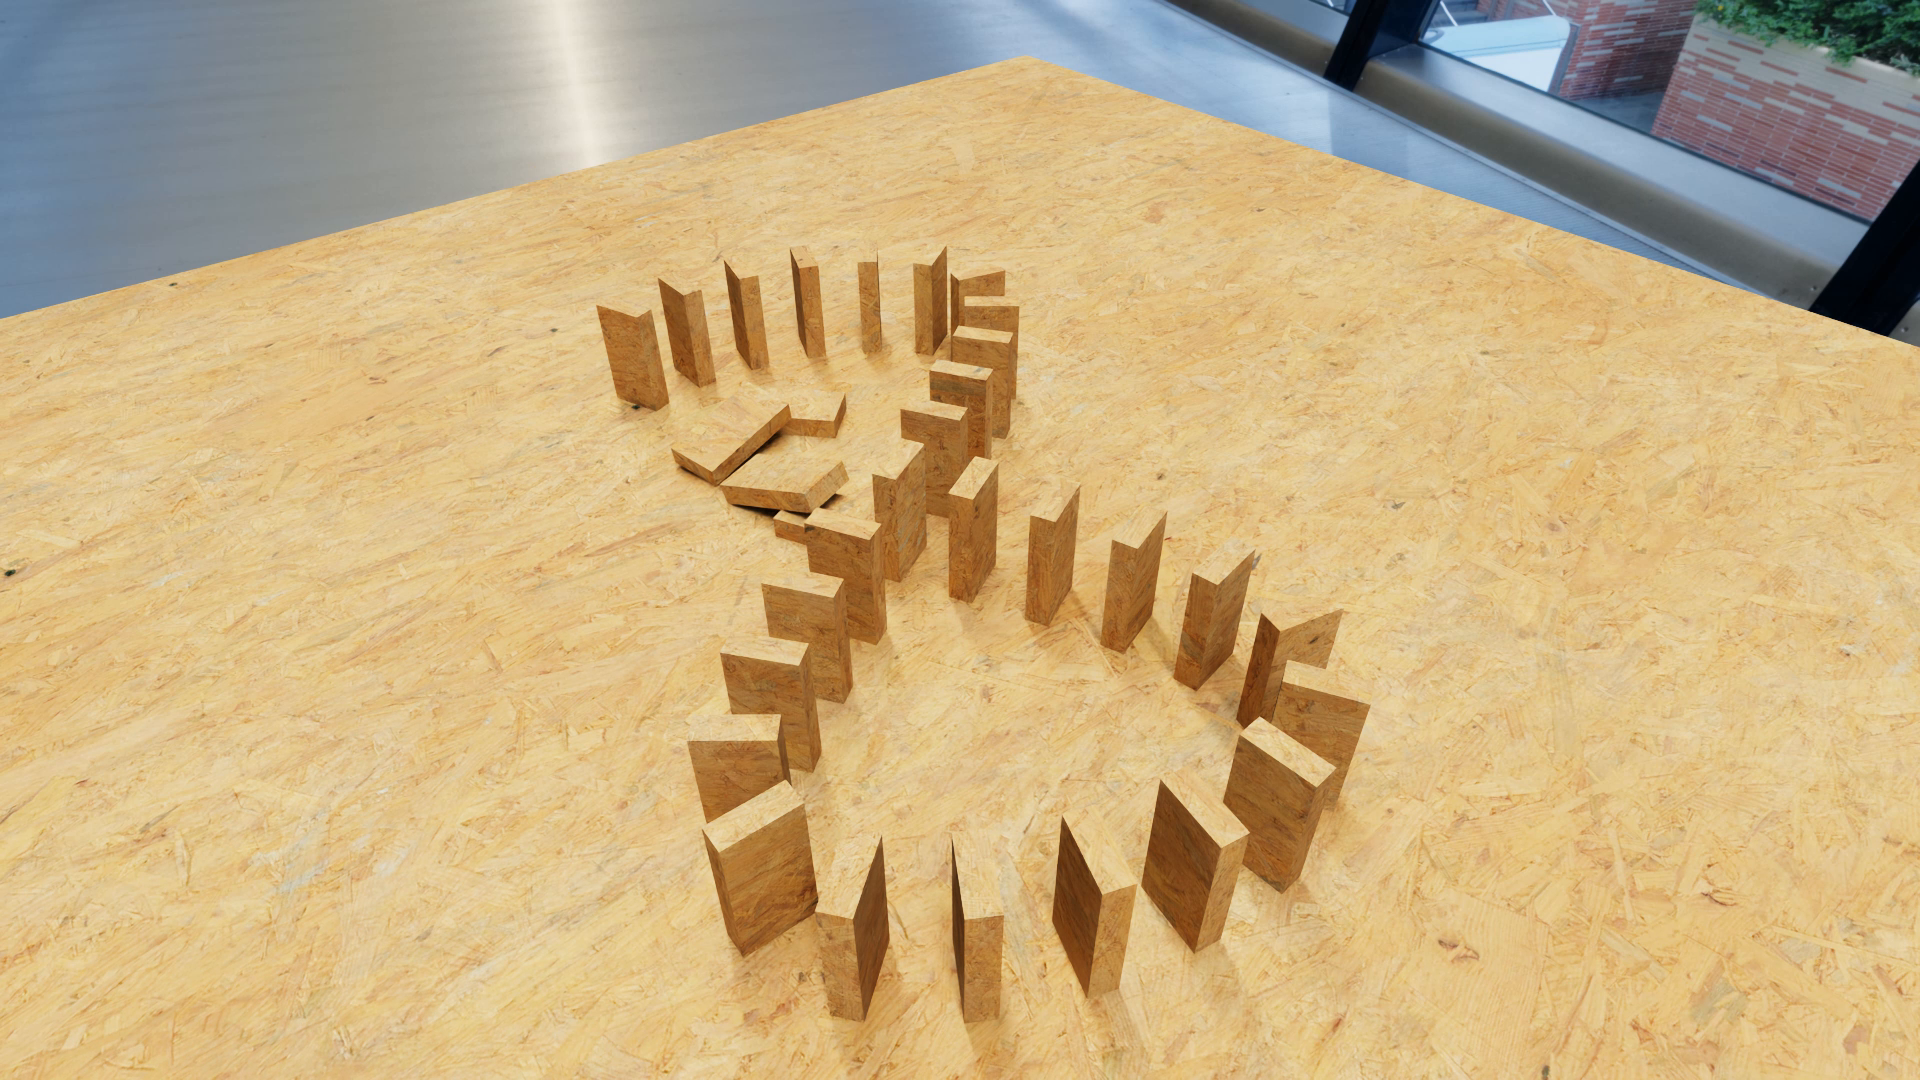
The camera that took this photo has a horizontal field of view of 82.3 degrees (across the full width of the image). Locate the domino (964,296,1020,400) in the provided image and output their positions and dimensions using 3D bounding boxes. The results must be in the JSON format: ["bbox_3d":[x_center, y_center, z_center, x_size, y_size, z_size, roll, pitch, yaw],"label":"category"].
[{"bbox_3d":[0.015,-0.091,0.522,0.025,0.050,0.009,0,39,0],"label":"domino"}]

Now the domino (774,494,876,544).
[{"bbox_3d":[-0.048,-0.006,0.451,0.050,0.009,0.025,15,42,18],"label":"domino"}]

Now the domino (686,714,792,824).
[{"bbox_3d":[-0.063,0.072,0.324,0.025,0.050,0.010,0,39,0],"label":"domino"}]

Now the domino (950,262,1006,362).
[{"bbox_3d":[0.009,-0.110,0.546,0.025,0.050,0.010,-17,42,-20],"label":"domino"}]

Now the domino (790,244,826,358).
[{"bbox_3d":[-0.077,-0.121,0.559,0.009,0.050,0.025,-11,41,-13],"label":"domino"}]

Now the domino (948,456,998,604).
[{"bbox_3d":[0.005,-0.003,0.416,0.010,0.050,0.025,15,42,18],"label":"domino"}]

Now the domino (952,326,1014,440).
[{"bbox_3d":[0.010,-0.071,0.498,0.025,0.050,0.009,10,40,11],"label":"domino"}]

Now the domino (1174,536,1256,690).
[{"bbox_3d":[0.088,0.026,0.380,0.010,0.050,0.025,29,47,31],"label":"domino"}]

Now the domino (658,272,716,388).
[{"bbox_3d":[-0.133,-0.102,0.536,0.010,0.050,0.025,-28,47,-30],"label":"domino"}]

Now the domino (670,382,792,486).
[{"bbox_3d":[-0.102,-0.048,0.493,0.025,0.010,0.050,29,58,22],"label":"domino"}]

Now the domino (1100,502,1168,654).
[{"bbox_3d":[0.062,0.014,0.394,0.010,0.050,0.025,22,44,24],"label":"domino"}]

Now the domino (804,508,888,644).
[{"bbox_3d":[-0.040,0.014,0.395,0.025,0.050,0.010,14,41,17],"label":"domino"}]

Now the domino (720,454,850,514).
[{"bbox_3d":[-0.074,-0.024,0.461,0.050,0.010,0.025,7,39,36],"label":"domino"}]

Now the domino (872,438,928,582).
[{"bbox_3d":[-0.023,-0.011,0.425,0.010,0.050,0.025,15,42,18],"label":"domino"}]

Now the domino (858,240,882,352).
[{"bbox_3d":[-0.046,-0.125,0.564,0.010,0.050,0.025,-2,39,-2],"label":"domino"}]

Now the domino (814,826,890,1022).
[{"bbox_3d":[-0.027,0.101,0.288,0.010,0.050,0.025,8,40,10],"label":"domino"}]

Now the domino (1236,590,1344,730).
[{"bbox_3d":[0.108,0.041,0.361,0.025,0.050,0.009,-17,42,-19],"label":"domino"}]

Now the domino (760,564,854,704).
[{"bbox_3d":[-0.051,0.033,0.372,0.025,0.050,0.010,11,40,13],"label":"domino"}]

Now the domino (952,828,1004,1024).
[{"bbox_3d":[0.004,0.101,0.288,0.009,0.050,0.025,-5,40,-6],"label":"domino"}]

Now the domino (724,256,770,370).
[{"bbox_3d":[-0.107,-0.113,0.550,0.010,0.050,0.025,-18,43,-20],"label":"domino"}]

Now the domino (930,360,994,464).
[{"bbox_3d":[0.001,-0.052,0.475,0.025,0.050,0.009,13,41,15],"label":"domino"}]

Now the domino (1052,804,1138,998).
[{"bbox_3d":[0.035,0.097,0.293,0.010,0.050,0.025,-12,41,-14],"label":"domino"}]

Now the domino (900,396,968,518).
[{"bbox_3d":[-0.010,-0.033,0.452,0.025,0.050,0.010,13,41,15],"label":"domino"}]

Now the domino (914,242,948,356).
[{"bbox_3d":[-0.015,-0.123,0.561,0.009,0.050,0.025,11,41,13],"label":"domino"}]

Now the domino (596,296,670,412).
[{"bbox_3d":[-0.154,-0.087,0.518,0.025,0.050,0.010,20,43,23],"label":"domino"}]

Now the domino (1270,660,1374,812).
[{"bbox_3d":[0.108,0.061,0.337,0.025,0.050,0.010,14,41,16],"label":"domino"}]

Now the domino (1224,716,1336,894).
[{"bbox_3d":[0.090,0.077,0.317,0.009,0.050,0.025,-30,48,-32],"label":"domino"}]

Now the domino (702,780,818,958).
[{"bbox_3d":[-0.054,0.091,0.301,0.025,0.050,0.009,-26,46,-28],"label":"domino"}]

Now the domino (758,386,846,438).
[{"bbox_3d":[-0.081,-0.061,0.517,0.050,0.010,0.025,5,40,6],"label":"domino"}]

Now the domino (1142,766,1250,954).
[{"bbox_3d":[0.064,0.089,0.303,0.009,0.050,0.025,-20,43,-22],"label":"domino"}]

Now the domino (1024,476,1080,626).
[{"bbox_3d":[0.034,0.005,0.406,0.010,0.050,0.025,16,42,19],"label":"domino"}]

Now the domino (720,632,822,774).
[{"bbox_3d":[-0.059,0.052,0.348,0.025,0.050,0.009,8,40,10],"label":"domino"}]
